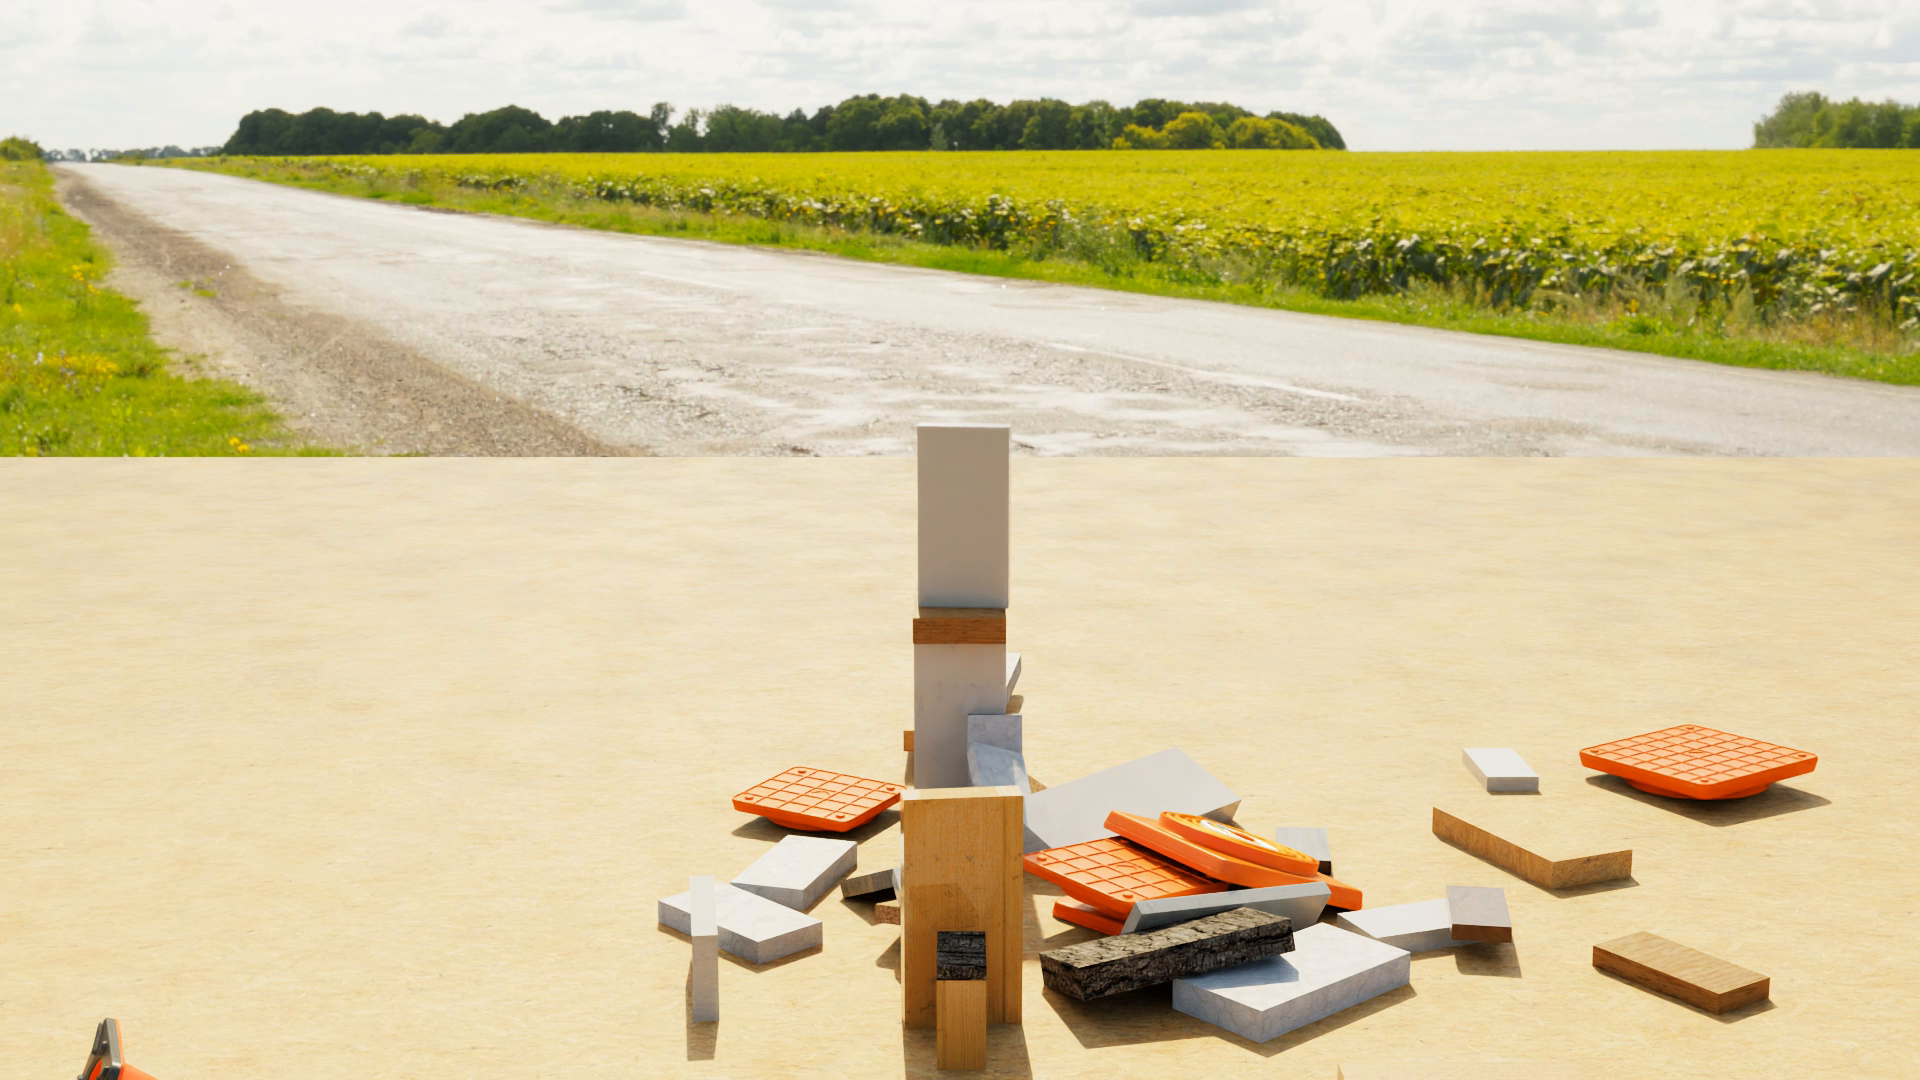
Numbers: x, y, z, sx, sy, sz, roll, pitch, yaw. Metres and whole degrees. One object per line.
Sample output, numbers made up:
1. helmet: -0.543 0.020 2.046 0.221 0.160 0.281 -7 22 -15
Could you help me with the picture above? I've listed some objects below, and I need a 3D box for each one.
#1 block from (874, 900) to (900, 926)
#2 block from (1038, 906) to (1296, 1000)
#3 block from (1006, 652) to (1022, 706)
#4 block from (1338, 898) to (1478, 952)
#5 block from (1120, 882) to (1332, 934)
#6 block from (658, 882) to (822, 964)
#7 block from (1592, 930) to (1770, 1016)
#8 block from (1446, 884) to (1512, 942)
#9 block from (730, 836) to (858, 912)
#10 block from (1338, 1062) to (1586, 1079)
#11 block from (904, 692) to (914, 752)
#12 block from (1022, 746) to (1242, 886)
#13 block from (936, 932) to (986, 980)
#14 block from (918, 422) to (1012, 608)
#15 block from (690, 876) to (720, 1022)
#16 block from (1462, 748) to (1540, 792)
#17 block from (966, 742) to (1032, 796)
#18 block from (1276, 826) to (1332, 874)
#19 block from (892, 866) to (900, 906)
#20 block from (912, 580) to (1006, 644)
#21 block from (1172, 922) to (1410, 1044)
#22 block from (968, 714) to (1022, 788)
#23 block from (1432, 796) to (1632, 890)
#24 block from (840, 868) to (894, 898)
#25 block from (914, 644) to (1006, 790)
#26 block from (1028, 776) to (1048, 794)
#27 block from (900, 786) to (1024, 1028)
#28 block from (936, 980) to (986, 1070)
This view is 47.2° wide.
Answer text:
1. block: -0.050 0.588 3.479 0.097 0.028 0.194 4 -3 22
2. block: 0.305 0.609 3.250 0.337 0.048 0.168 -9 0 -18
3. block: 0.044 0.304 4.856 0.152 0.043 0.304 1 11 7
4. block: 0.726 0.610 3.472 0.230 0.033 0.115 -4 11 -20
5. block: 0.412 0.583 3.410 0.341 0.090 0.025 -2 42 -25
6. block: -0.350 0.605 3.488 0.129 0.036 0.257 -10 14 -43
7. block: 1.075 0.645 3.286 0.115 0.033 0.230 -7 13 -33
8. block: 0.812 0.585 3.447 0.090 0.025 0.179 2 11 9
9. block: -0.279 0.561 3.723 0.129 0.036 0.257 3 11 17
10. block: 0.654 0.724 2.825 0.312 0.044 0.156 0 11 0
11. block: -0.034 0.370 4.499 0.152 0.043 0.304 0 11 1
12. block: 0.288 0.485 3.919 0.494 0.048 0.168 -11 41 -46
13. block: 0.002 0.568 3.006 0.067 0.019 0.133 0 11 0
14. block: 0.008 -0.045 4.050 0.168 0.337 0.048 1 11 6
15. block: -0.379 0.601 3.257 0.036 0.129 0.257 -1 11 -7
16. block: 1.064 0.452 4.336 0.100 0.028 0.201 0 11 -1
17. block: 0.076 0.448 3.901 0.100 0.028 0.201 16 34 -21
18. block: 0.600 0.543 3.851 0.090 0.025 0.179 1 11 7
19. block: -0.037 0.570 3.347 0.097 0.028 0.194 -3 34 -13
20. block: -0.001 0.134 4.140 0.169 0.048 0.338 0 10 0
21. block: 0.490 0.647 3.233 0.337 0.048 0.168 -9 14 -41
22. block: 0.064 0.420 4.030 0.100 0.201 0.028 0 0 0
23. block: 1.002 0.528 3.871 0.168 0.048 0.337 -5 11 -23
24. block: -0.089 0.557 3.669 0.201 0.028 0.100 -8 -9 -36
25. block: 0.001 0.342 4.075 0.169 0.338 0.048 0 10 1
26. block: 0.089 0.482 3.918 0.100 0.028 0.201 33 32 6
27. block: 0.002 0.521 3.121 0.168 0.337 0.048 -1 11 -7
28. block: 0.002 0.651 2.977 0.067 0.133 0.019 0 11 0
